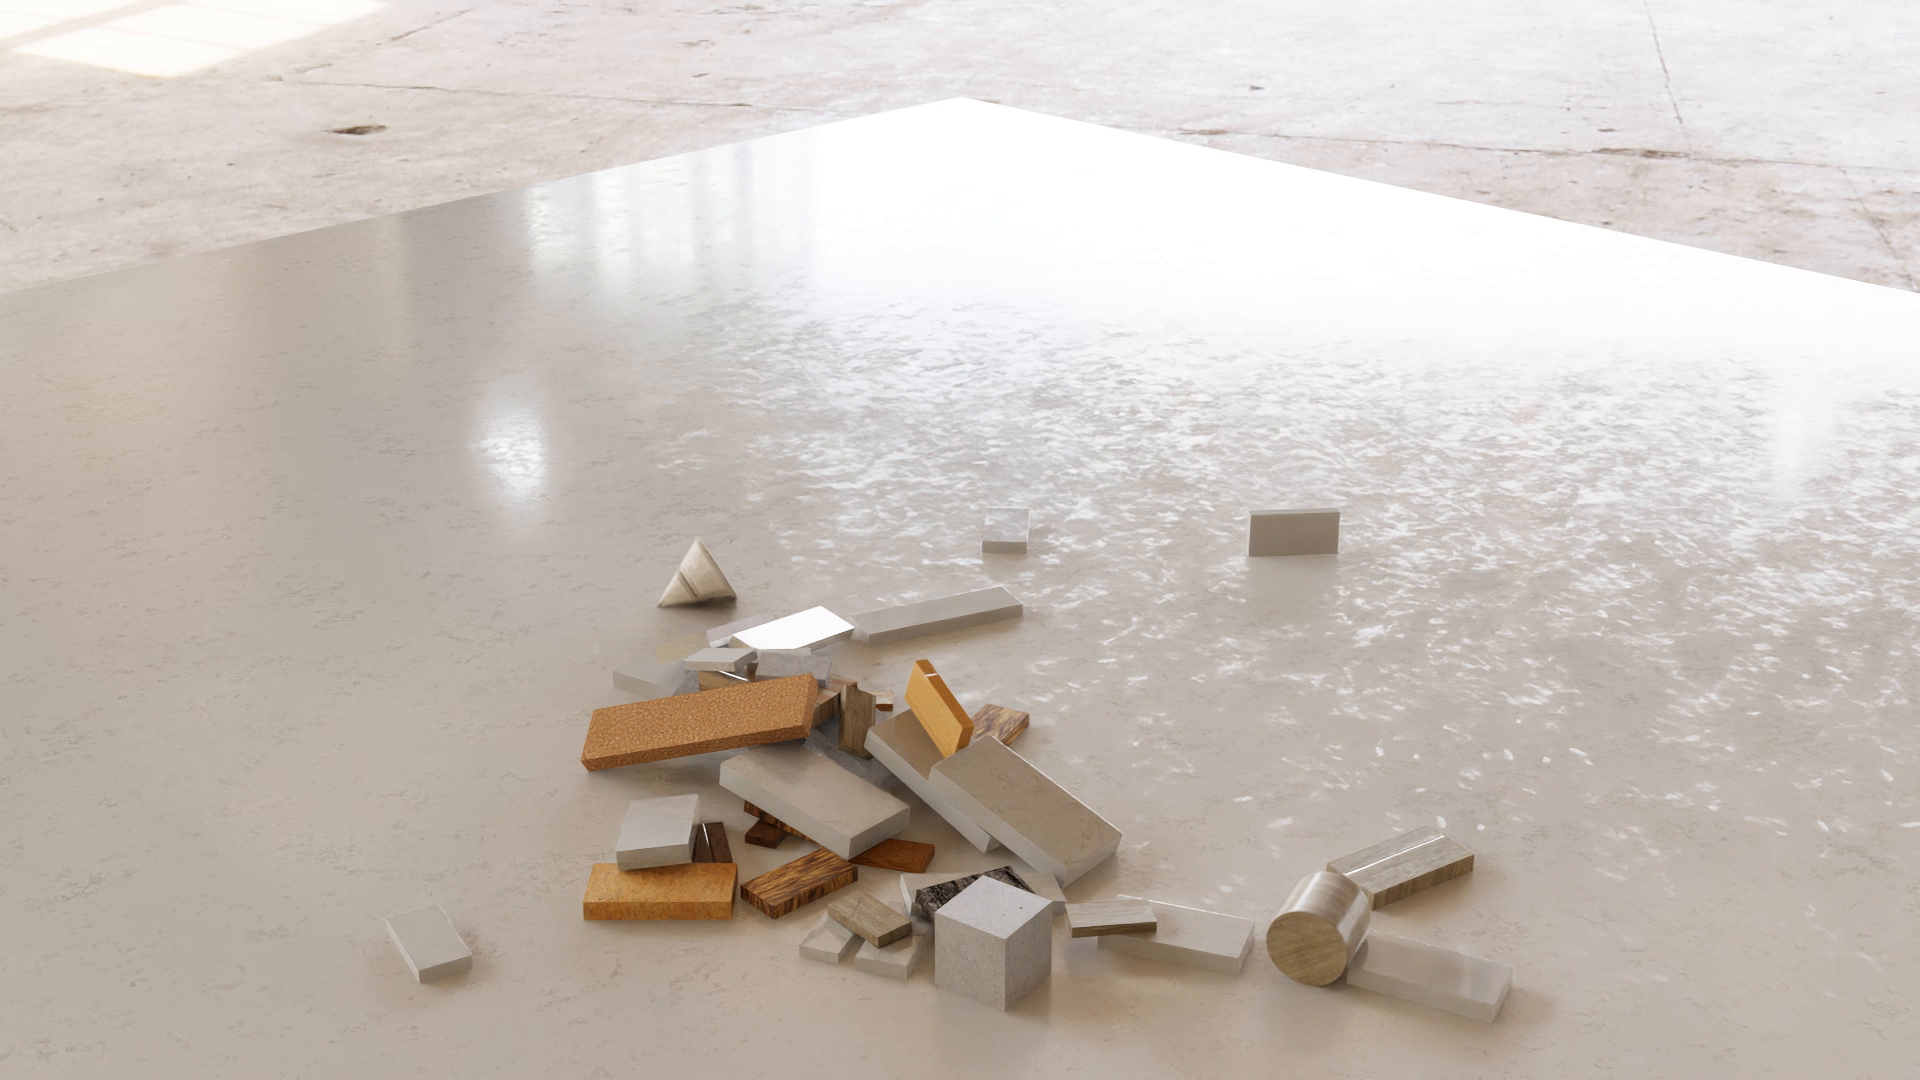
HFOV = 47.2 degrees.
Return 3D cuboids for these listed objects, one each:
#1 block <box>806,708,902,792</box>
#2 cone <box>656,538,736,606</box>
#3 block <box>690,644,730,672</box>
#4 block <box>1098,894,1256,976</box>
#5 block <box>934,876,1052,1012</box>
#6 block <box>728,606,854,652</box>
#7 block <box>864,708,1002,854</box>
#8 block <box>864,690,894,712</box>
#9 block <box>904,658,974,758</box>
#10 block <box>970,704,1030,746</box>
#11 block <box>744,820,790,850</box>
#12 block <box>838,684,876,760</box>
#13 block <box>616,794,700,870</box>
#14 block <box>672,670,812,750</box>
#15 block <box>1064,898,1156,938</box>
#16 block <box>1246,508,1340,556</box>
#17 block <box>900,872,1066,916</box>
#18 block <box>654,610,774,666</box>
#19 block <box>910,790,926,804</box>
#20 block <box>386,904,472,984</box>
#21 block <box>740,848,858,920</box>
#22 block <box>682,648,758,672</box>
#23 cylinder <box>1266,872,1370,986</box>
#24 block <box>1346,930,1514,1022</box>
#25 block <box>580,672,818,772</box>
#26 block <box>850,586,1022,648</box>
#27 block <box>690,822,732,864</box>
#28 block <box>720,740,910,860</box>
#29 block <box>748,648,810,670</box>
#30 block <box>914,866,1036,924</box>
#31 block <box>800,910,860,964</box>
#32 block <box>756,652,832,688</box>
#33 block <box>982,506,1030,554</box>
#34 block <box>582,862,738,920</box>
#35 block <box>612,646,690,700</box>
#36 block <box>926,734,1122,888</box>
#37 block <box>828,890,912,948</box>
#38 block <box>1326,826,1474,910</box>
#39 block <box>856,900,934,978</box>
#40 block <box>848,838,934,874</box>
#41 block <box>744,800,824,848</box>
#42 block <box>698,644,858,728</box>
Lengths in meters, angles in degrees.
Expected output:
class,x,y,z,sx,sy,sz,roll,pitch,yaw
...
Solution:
class,x,y,z,sx,sy,sz,roll,pitch,yaw
block,-0.221,0.410,4.637,0.309,0.044,0.154,34,40,31
cone,-0.670,0.115,5.387,0.178,0.178,0.178,-33,30,-7
block,-0.452,0.328,4.850,0.145,0.041,0.290,-19,43,-38
block,0.395,0.720,4.016,0.261,0.037,0.130,8,24,18
block,0.060,0.712,3.892,0.149,0.149,0.149,15,27,32
block,-0.382,0.221,5.047,0.103,0.029,0.400,31,19,19
block,-0.008,0.473,4.437,0.354,0.050,0.177,39,41,28
block,-0.215,0.358,4.893,0.131,0.019,0.066,-1,23,-2
block,-0.043,0.348,4.460,0.029,0.103,0.206,-8,42,-31
block,0.059,0.418,4.738,0.103,0.029,0.206,11,25,25
block,-0.370,0.571,4.391,0.066,0.019,0.131,9,25,20
block,-0.213,0.378,4.562,0.075,0.021,0.149,23,46,-27
block,-0.587,0.569,4.298,0.137,0.039,0.275,-6,14,-1
block,-0.457,0.372,4.701,0.309,0.044,0.154,19,34,11
block,0.274,0.690,4.012,0.156,0.022,0.078,-3,23,-7
block,0.857,-0.020,5.660,0.233,0.117,0.033,-2,23,-5
block,0.043,0.663,4.117,0.295,0.029,0.102,2,22,-13
block,-0.557,0.223,5.021,0.145,0.041,0.290,-19,-1,26
block,-0.093,0.473,4.531,0.075,0.021,0.150,-23,60,-42
block,-0.965,0.733,3.998,0.097,0.028,0.194,-13,26,-27
block,-0.306,0.652,4.187,0.203,0.029,0.102,-20,30,-38
block,-0.512,0.255,4.697,0.149,0.021,0.075,-1,19,38
cylinder,0.643,0.694,3.936,0.148,0.148,0.148,11,25,24
block,0.832,0.771,3.896,0.261,0.037,0.131,11,26,25
block,-0.543,0.380,4.570,0.507,0.039,0.137,-10,44,18
block,-0.056,0.183,5.288,0.405,0.033,0.117,-10,25,-23
block,-0.493,0.604,4.309,0.077,0.022,0.154,-5,24,-12
block,-0.291,0.509,4.388,0.354,0.050,0.177,25,31,33
block,-0.388,0.256,4.712,0.131,0.019,0.066,-1,24,0
block,0.031,0.661,4.043,0.203,0.029,0.102,-10,33,-31
block,-0.228,0.720,4.035,0.077,0.022,0.154,9,24,19
block,-0.351,0.273,4.643,0.149,0.021,0.075,4,37,6
block,0.122,-0.027,5.781,0.117,0.033,0.233,1,23,3
block,-0.563,0.663,4.150,0.275,0.039,0.137,0,23,0
block,-0.624,0.320,4.953,0.290,0.041,0.145,15,27,31
block,0.126,0.528,4.319,0.354,0.050,0.177,35,38,26
block,-0.166,0.693,4.031,0.078,0.022,0.156,-20,27,-35
block,0.847,0.629,4.231,0.261,0.037,0.131,-14,27,-30
block,-0.112,0.728,4.011,0.097,0.028,0.194,7,24,16
block,-0.134,0.612,4.290,0.154,0.022,0.077,6,24,15
block,-0.324,0.546,4.392,0.194,0.028,0.097,20,28,26
block,-0.387,0.309,4.670,0.309,0.044,0.154,16,29,32
